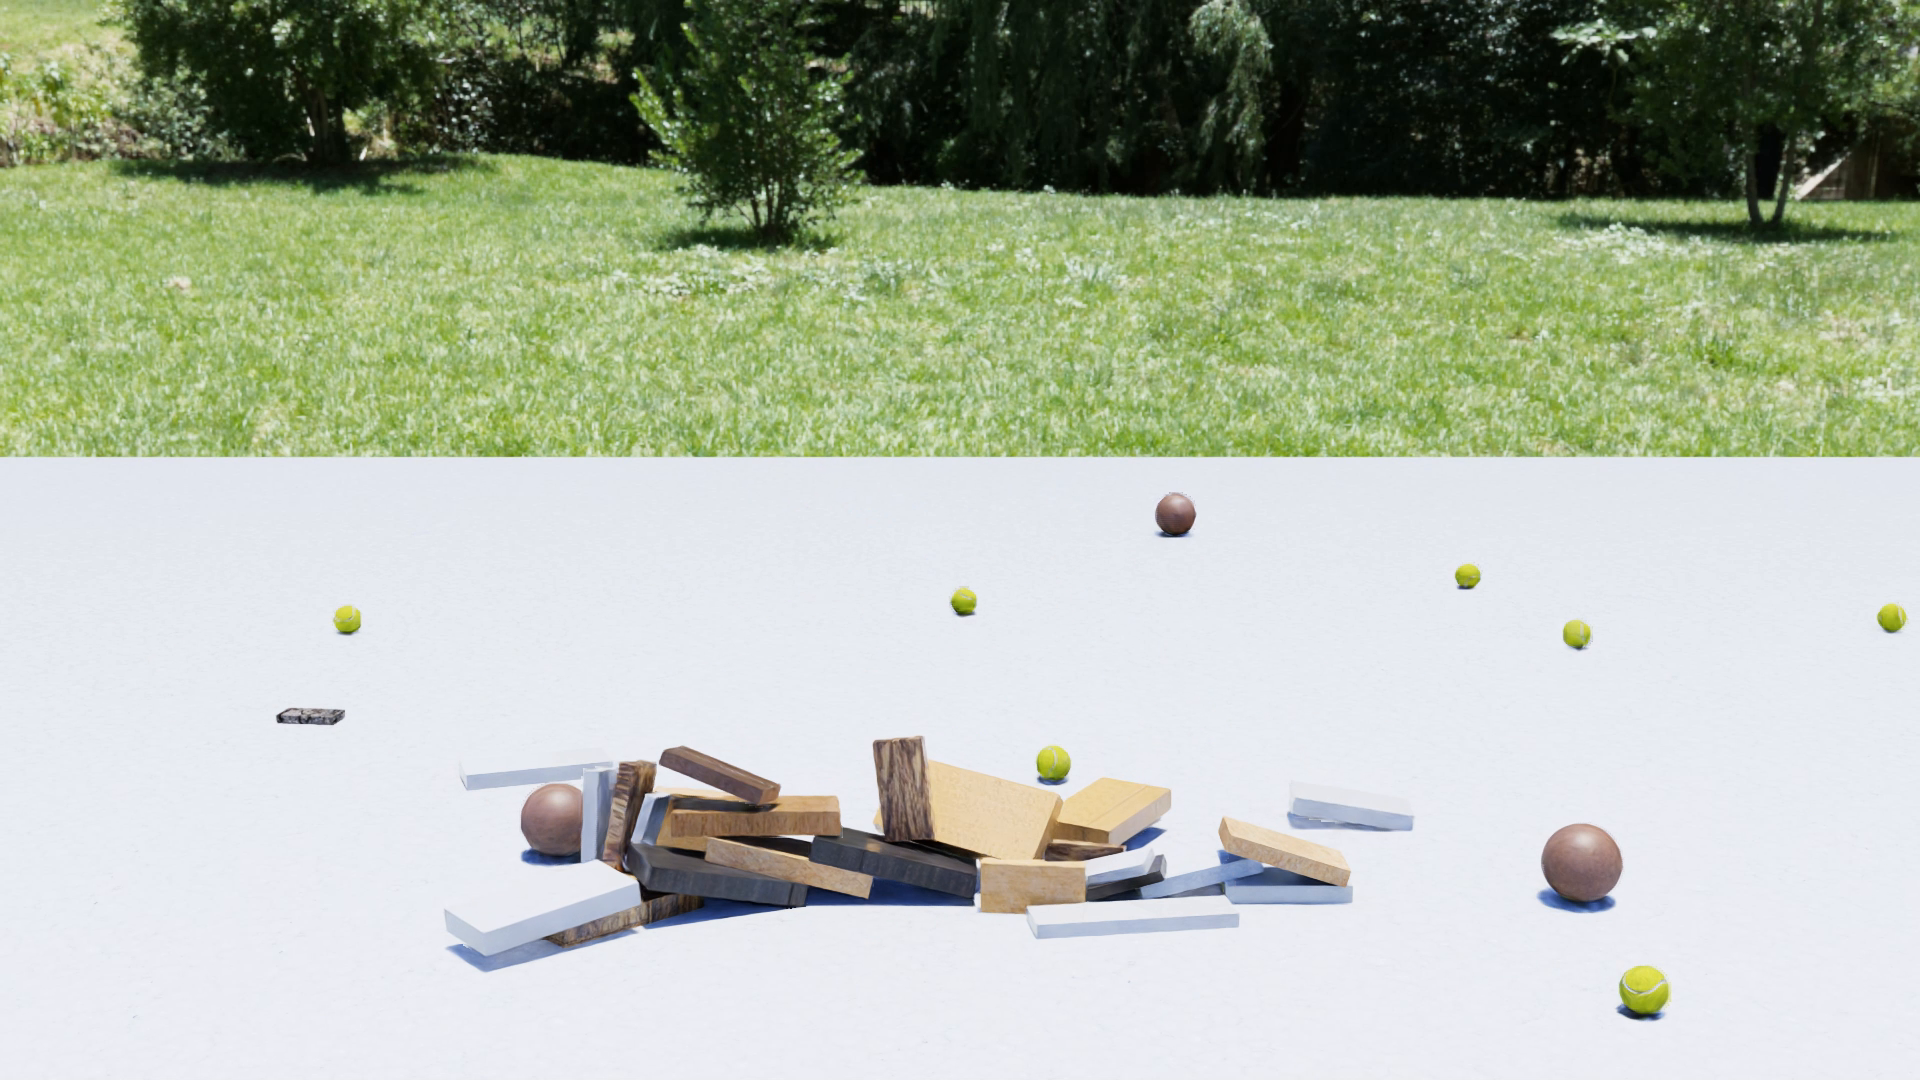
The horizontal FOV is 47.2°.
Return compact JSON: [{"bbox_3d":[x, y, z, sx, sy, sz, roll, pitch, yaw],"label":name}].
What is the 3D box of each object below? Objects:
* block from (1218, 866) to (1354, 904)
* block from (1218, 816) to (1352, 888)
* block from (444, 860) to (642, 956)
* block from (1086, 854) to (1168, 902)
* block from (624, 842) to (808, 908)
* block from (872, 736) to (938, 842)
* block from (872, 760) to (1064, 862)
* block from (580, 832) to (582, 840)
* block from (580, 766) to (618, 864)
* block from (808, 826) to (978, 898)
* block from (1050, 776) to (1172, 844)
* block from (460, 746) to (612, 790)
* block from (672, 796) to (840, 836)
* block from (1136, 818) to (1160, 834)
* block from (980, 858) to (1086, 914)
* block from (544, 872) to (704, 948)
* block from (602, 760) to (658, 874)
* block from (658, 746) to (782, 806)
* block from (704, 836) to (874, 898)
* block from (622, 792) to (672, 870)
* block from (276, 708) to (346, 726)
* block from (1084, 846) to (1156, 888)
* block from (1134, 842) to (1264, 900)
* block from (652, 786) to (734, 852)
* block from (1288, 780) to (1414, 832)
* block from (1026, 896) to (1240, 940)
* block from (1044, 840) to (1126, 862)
[{"bbox_3d":[0.542,0.574,3.672,0.209,0.030,0.104,0,11,0],"label":"block"},{"bbox_3d":[0.538,0.517,3.652,0.209,0.030,0.104,17,10,-3],"label":"block"},{"bbox_3d":[-0.653,0.574,3.445,0.270,0.038,0.135,-14,17,-37],"label":"block"},{"bbox_3d":[0.274,0.559,3.644,0.136,0.019,0.068,-18,12,14],"label":"block"},{"bbox_3d":[-0.399,0.549,3.605,0.270,0.038,0.135,11,5,-26],"label":"block"},{"bbox_3d":[-0.093,0.417,3.679,0.085,0.170,0.024,-6,5,11],"label":"block"},{"bbox_3d":[0.013,0.462,3.721,0.293,0.138,0.039,12,-28,22],"label":"block"},{"bbox_3d":[-0.610,0.525,3.969,0.064,0.018,0.135,9,14,41],"label":"block"},{"bbox_3d":[-0.600,0.477,3.686,0.026,0.185,0.093,2,-1,18],"label":"block"},{"bbox_3d":[-0.111,0.532,3.667,0.275,0.039,0.138,13,4,-2],"label":"block"},{"bbox_3d":[0.258,0.486,3.907,0.138,0.039,0.275,7,13,27],"label":"block"},{"bbox_3d":[-0.836,0.450,4.337,0.283,0.031,0.109,-4,11,-20],"label":"block"},{"bbox_3d":[-0.340,0.460,3.671,0.275,0.039,0.138,0,4,-5],"label":"block"},{"bbox_3d":[0.238,0.513,3.977,0.138,0.039,0.275,7,12,32],"label":"block"},{"bbox_3d":[0.119,0.564,3.572,0.170,0.085,0.024,1,13,7],"label":"block"},{"bbox_3d":[-0.564,0.591,3.558,0.270,0.038,0.135,-10,14,-43],"label":"block"},{"bbox_3d":[-0.552,0.463,3.674,0.026,0.185,0.093,10,0,18],"label":"block"},{"bbox_3d":[-0.396,0.389,3.640,0.185,0.026,0.093,20,4,14],"label":"block"},{"bbox_3d":[-0.282,0.532,3.666,0.275,0.039,0.138,13,4,-3],"label":"block"},{"bbox_3d":[-0.523,0.487,3.673,0.018,0.129,0.064,19,4,17],"label":"block"},{"bbox_3d":[-1.401,0.381,4.746,0.129,0.018,0.064,1,11,8],"label":"block"},{"bbox_3d":[0.251,0.545,3.651,0.136,0.019,0.068,-16,12,22],"label":"block"},{"bbox_3d":[0.393,0.551,3.684,0.209,0.030,0.104,-12,10,-6],"label":"block"},{"bbox_3d":[-0.433,0.497,3.865,0.219,0.109,0.031,3,14,14],"label":"block"},{"bbox_3d":[0.718,0.489,4.047,0.219,0.031,0.109,8,11,3],"label":"block"},{"bbox_3d":[0.277,0.604,3.526,0.329,0.024,0.085,-2,11,-9],"label":"block"},{"bbox_3d":[0.211,0.546,3.718,0.136,0.068,0.019,3,9,15],"label":"block"}]
